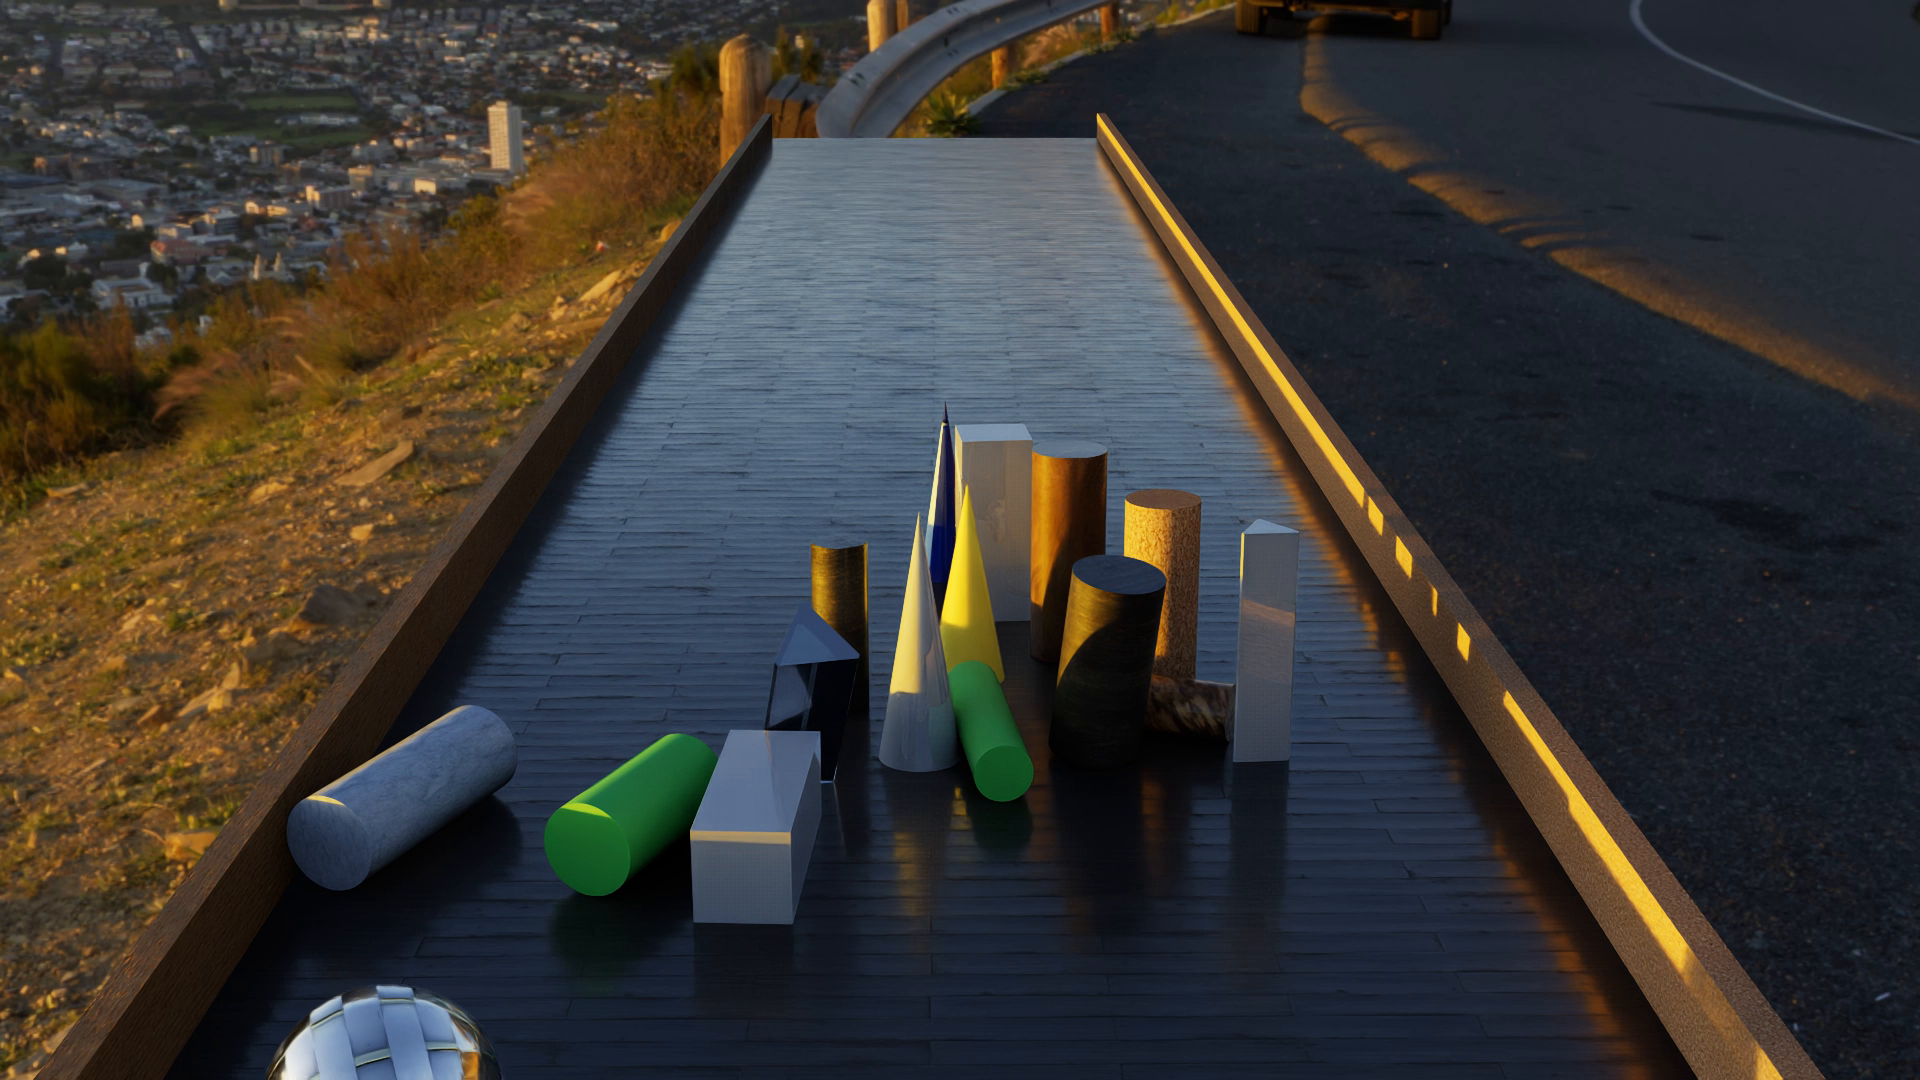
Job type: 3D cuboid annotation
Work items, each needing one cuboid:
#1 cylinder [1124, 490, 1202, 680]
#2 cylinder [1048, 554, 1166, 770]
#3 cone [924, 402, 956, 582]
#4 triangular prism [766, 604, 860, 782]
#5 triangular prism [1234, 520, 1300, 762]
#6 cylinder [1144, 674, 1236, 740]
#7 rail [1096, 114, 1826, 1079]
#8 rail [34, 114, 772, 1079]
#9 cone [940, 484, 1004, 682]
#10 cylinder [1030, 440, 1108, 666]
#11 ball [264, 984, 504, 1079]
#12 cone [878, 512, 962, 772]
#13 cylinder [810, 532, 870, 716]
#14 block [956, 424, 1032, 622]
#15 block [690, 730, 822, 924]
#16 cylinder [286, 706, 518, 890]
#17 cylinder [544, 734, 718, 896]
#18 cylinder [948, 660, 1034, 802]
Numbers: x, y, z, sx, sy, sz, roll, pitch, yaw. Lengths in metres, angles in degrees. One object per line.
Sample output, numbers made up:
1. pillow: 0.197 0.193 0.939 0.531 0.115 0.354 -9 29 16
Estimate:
1. cylinder: 0.378 0.115 4.140 0.141 0.399 0.141 0 17 0
2. cylinder: 0.257 0.215 3.868 0.164 0.341 0.164 6 23 -2
3. cone: -0.032 -0.115 4.904 0.115 0.405 0.115 0 17 0
4. triangular prism: -0.270 0.263 3.702 0.138 0.355 0.120 -5 51 -16
5. triangular prism: 0.531 0.178 3.889 0.100 0.422 0.086 -2 17 -6
6. cylinder: 0.346 0.298 4.044 0.315 0.104 0.104 6 18 20
7. rail: 0.932 -0.844 7.801 0.050 0.150 12.000 0 17 -1
8. rail: -1.118 -0.838 7.780 0.050 0.150 12.000 0 17 -1
9. cone: 0.014 0.079 4.264 0.148 0.396 0.148 0 17 0
10. cylinder: 0.216 0.027 4.383 0.149 0.429 0.149 0 17 0
11. ball: -0.666 0.655 2.540 0.277 0.277 0.277 0 17 0
12. cone: -0.071 0.168 3.864 0.149 0.455 0.149 0 17 0
13. cylinder: -0.224 0.158 4.120 0.105 0.328 0.105 0 17 0
14. block: 0.070 -0.037 4.661 0.147 0.393 0.147 -2 17 -5
15. block: -0.315 0.445 3.468 0.149 0.149 0.406 1 17 3
16. cylinder: -0.897 0.411 3.568 0.157 0.157 0.416 6 18 20
17. cylinder: -0.513 0.433 3.501 0.153 0.153 0.309 7 18 21
18. cylinder: 0.048 0.335 3.922 0.103 0.103 0.427 -2 17 -7
